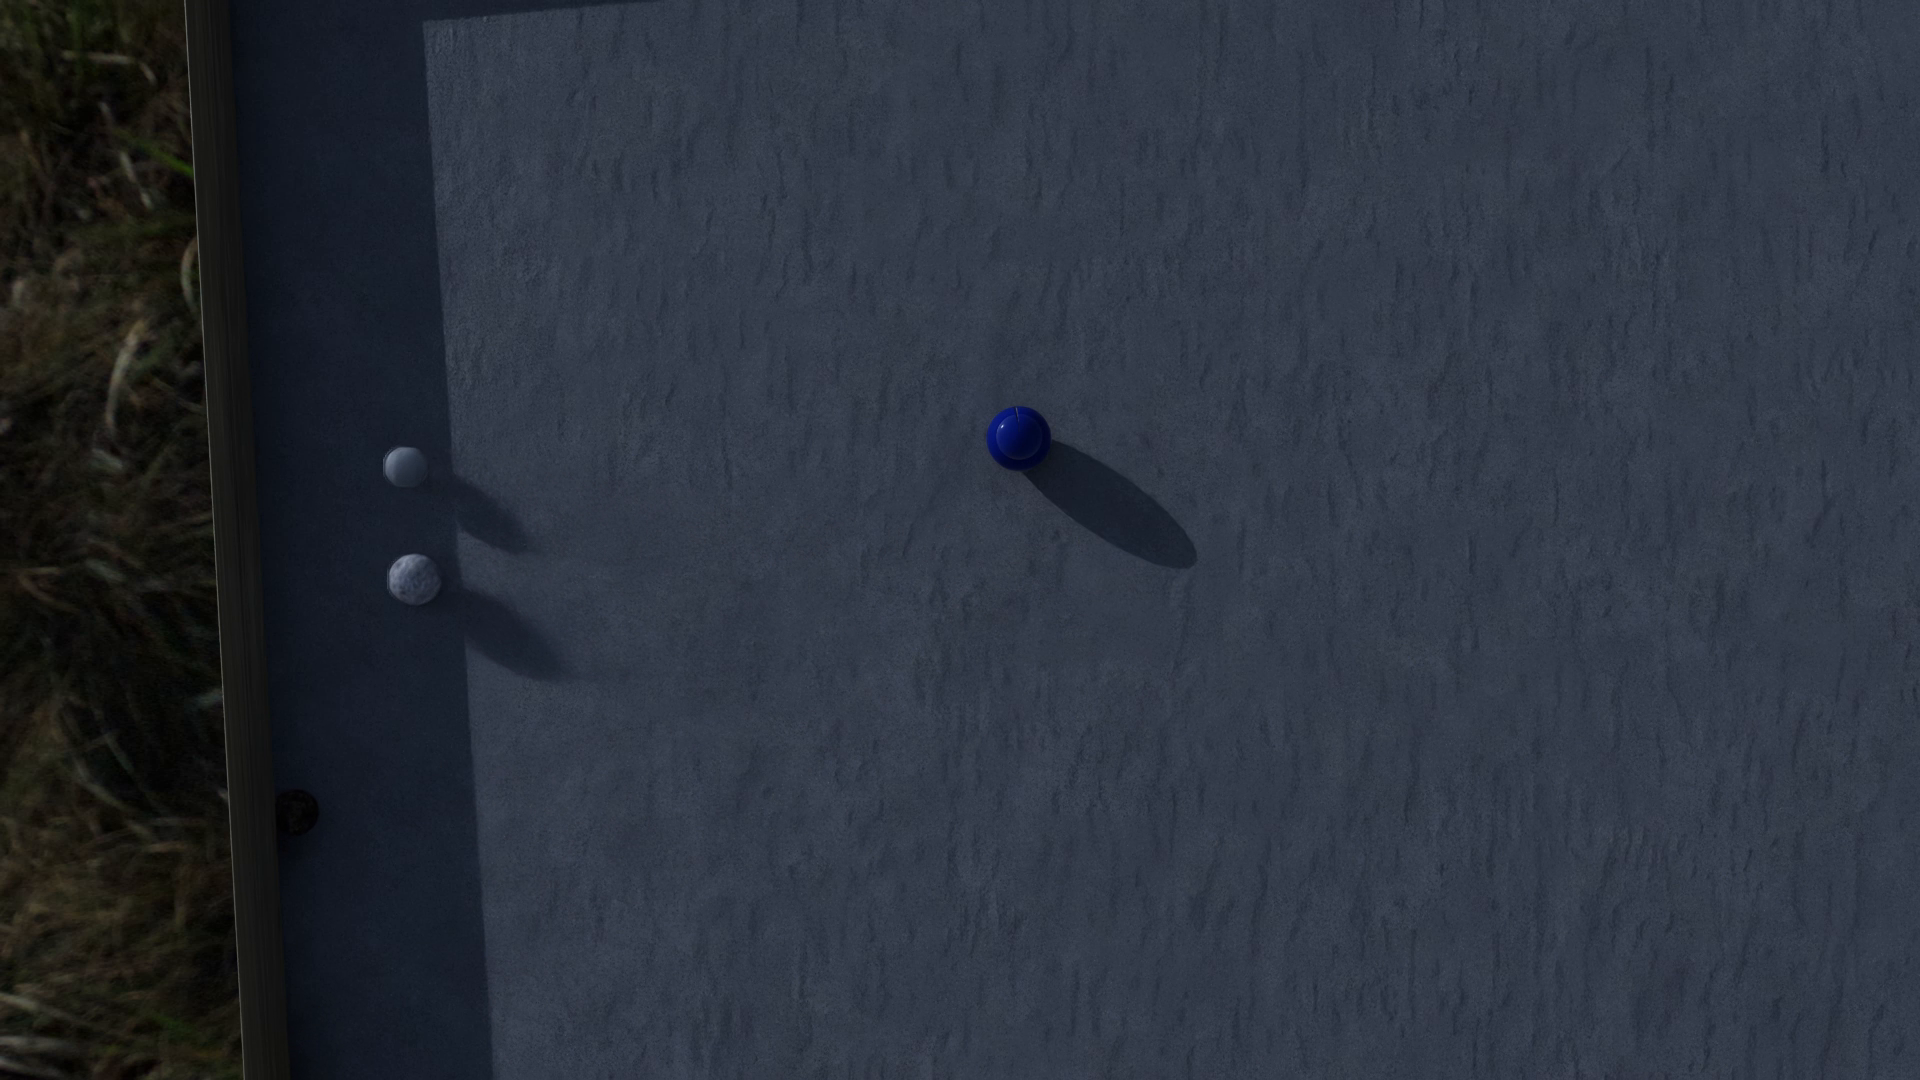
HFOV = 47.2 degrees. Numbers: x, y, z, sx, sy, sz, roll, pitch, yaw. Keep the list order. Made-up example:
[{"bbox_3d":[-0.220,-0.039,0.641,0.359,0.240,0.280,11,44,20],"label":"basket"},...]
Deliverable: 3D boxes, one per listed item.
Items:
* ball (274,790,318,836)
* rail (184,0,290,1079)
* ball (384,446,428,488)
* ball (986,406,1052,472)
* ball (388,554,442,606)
[{"bbox_3d":[-0.970,0.399,3.212,0.065,0.065,0.065,0,84,0],"label":"ball"},{"bbox_3d":[-1.041,0.093,3.214,0.045,0.126,2.293,-5,84,-1],"label":"rail"},{"bbox_3d":[-0.823,-0.108,3.270,0.062,0.062,0.062,0,84,0],"label":"ball"},{"bbox_3d":[0.087,-0.150,3.257,0.097,0.097,0.097,0,84,0],"label":"ball"},{"bbox_3d":[-0.804,0.058,3.245,0.076,0.076,0.076,0,84,0],"label":"ball"}]
